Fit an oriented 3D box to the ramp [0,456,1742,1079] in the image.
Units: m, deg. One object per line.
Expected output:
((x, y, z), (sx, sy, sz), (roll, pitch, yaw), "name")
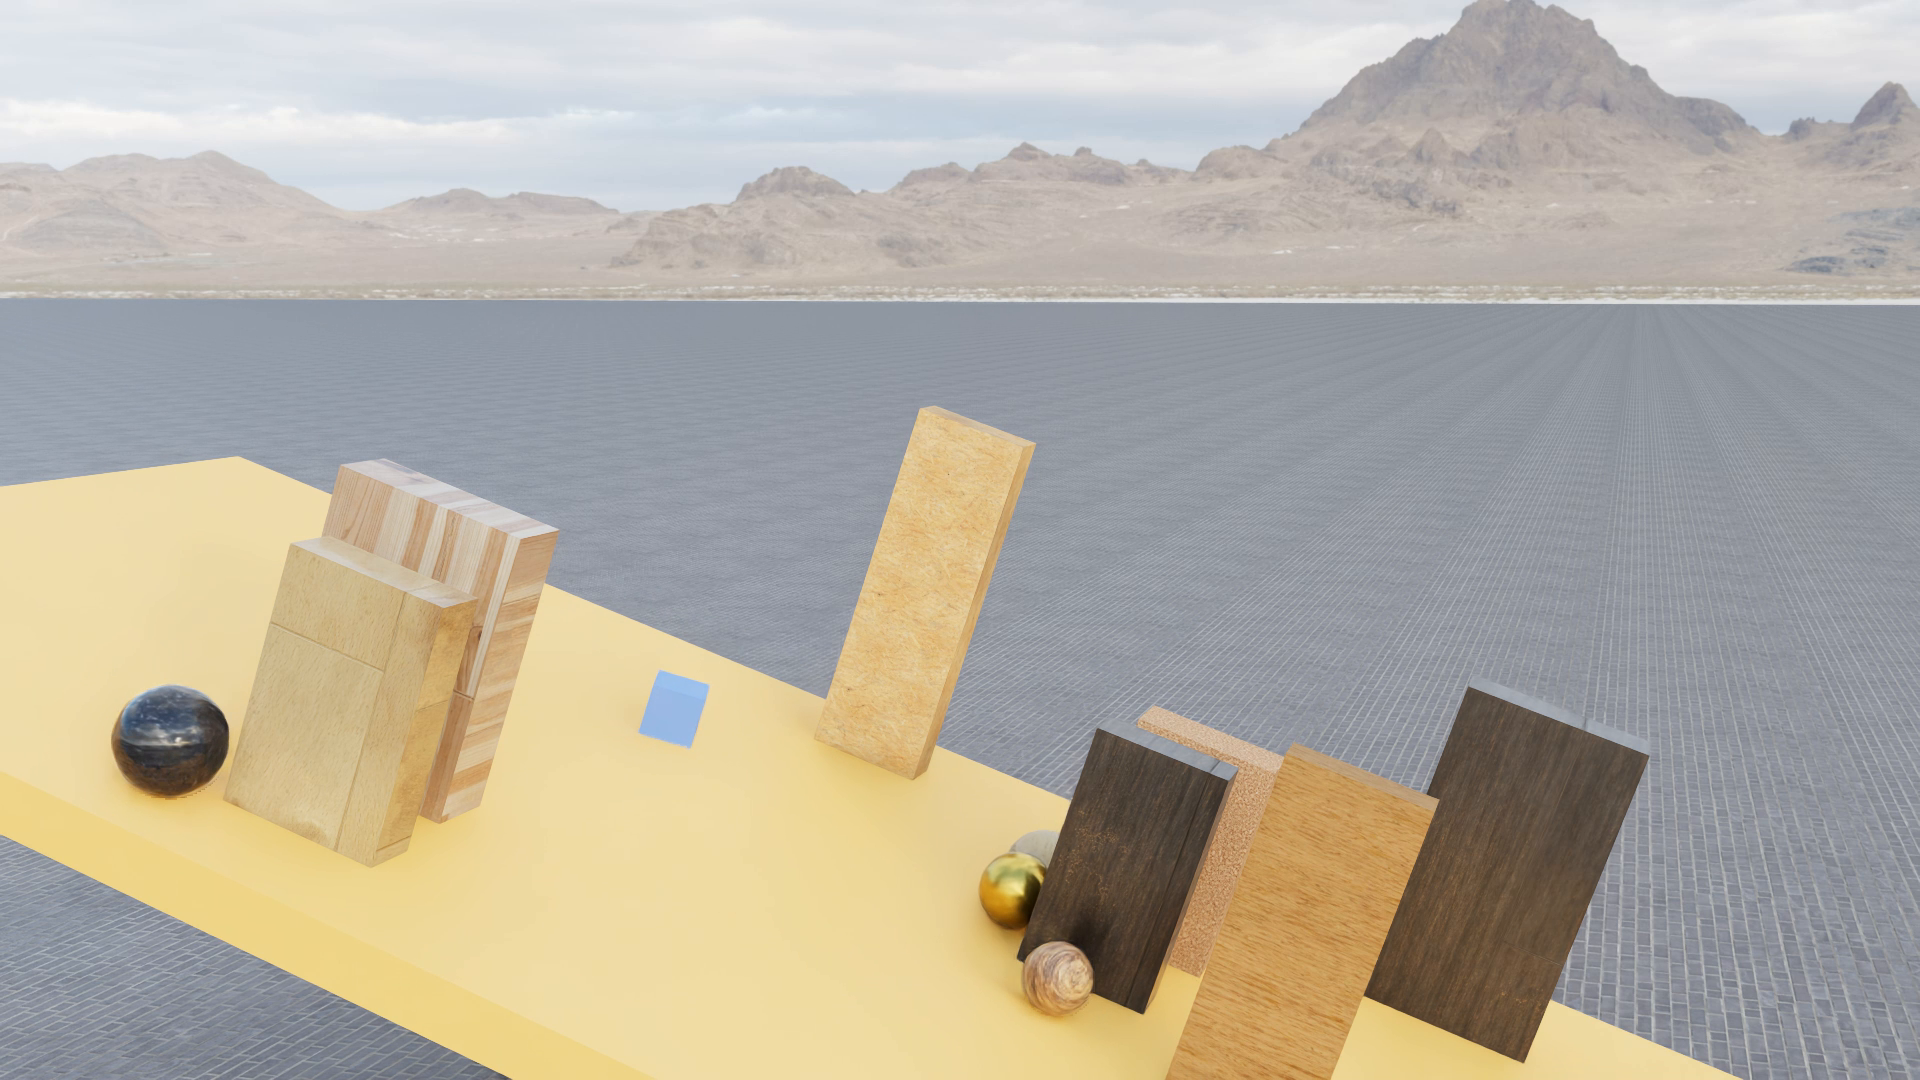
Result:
((-0.348, 0.649, 4.220), (4.000, 0.100, 2.000), (21, 12, 14), "ramp")

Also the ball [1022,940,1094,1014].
((0.172, 0.773, 3.884), (0.128, 0.128, 0.128), (0, 7, 0), "ball")

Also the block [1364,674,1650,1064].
((1.083, 0.659, 4.424), (0.365, 0.676, 0.136), (21, 12, 14), "block")

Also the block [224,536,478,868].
((-1.005, 0.264, 3.623), (0.293, 0.460, 0.111), (21, 12, 14), "block")

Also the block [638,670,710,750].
((-0.603, 0.357, 4.642), (0.112, 0.112, 0.112), (17, 12, -5), "block")

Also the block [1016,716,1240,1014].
((0.307, 0.597, 4.046), (0.255, 0.471, 0.109), (21, 12, 14), "block")

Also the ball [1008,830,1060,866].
((0.166, 0.652, 4.348), (0.157, 0.157, 0.157), (0, 7, 0), "ball")

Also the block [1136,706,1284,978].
((0.426, 0.591, 4.329), (0.281, 0.439, 0.141), (21, 12, 14), "block")

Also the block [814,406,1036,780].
((-0.081, 0.118, 4.861), (0.246, 0.787, 0.105), (21, 12, 14), "block")

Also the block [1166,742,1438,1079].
((0.545, 0.681, 3.585), (0.248, 0.651, 0.086), (21, 12, 14), "block")

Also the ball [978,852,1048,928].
((0.109, 0.670, 4.209), (0.146, 0.146, 0.146), (0, 7, 0), "ball")

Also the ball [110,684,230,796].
((-1.288, 0.327, 3.589), (0.184, 0.184, 0.184), (0, 7, 0), "ball")

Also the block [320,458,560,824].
((-0.971, 0.175, 3.891), (0.366, 0.536, 0.141), (21, 12, 14), "block")
